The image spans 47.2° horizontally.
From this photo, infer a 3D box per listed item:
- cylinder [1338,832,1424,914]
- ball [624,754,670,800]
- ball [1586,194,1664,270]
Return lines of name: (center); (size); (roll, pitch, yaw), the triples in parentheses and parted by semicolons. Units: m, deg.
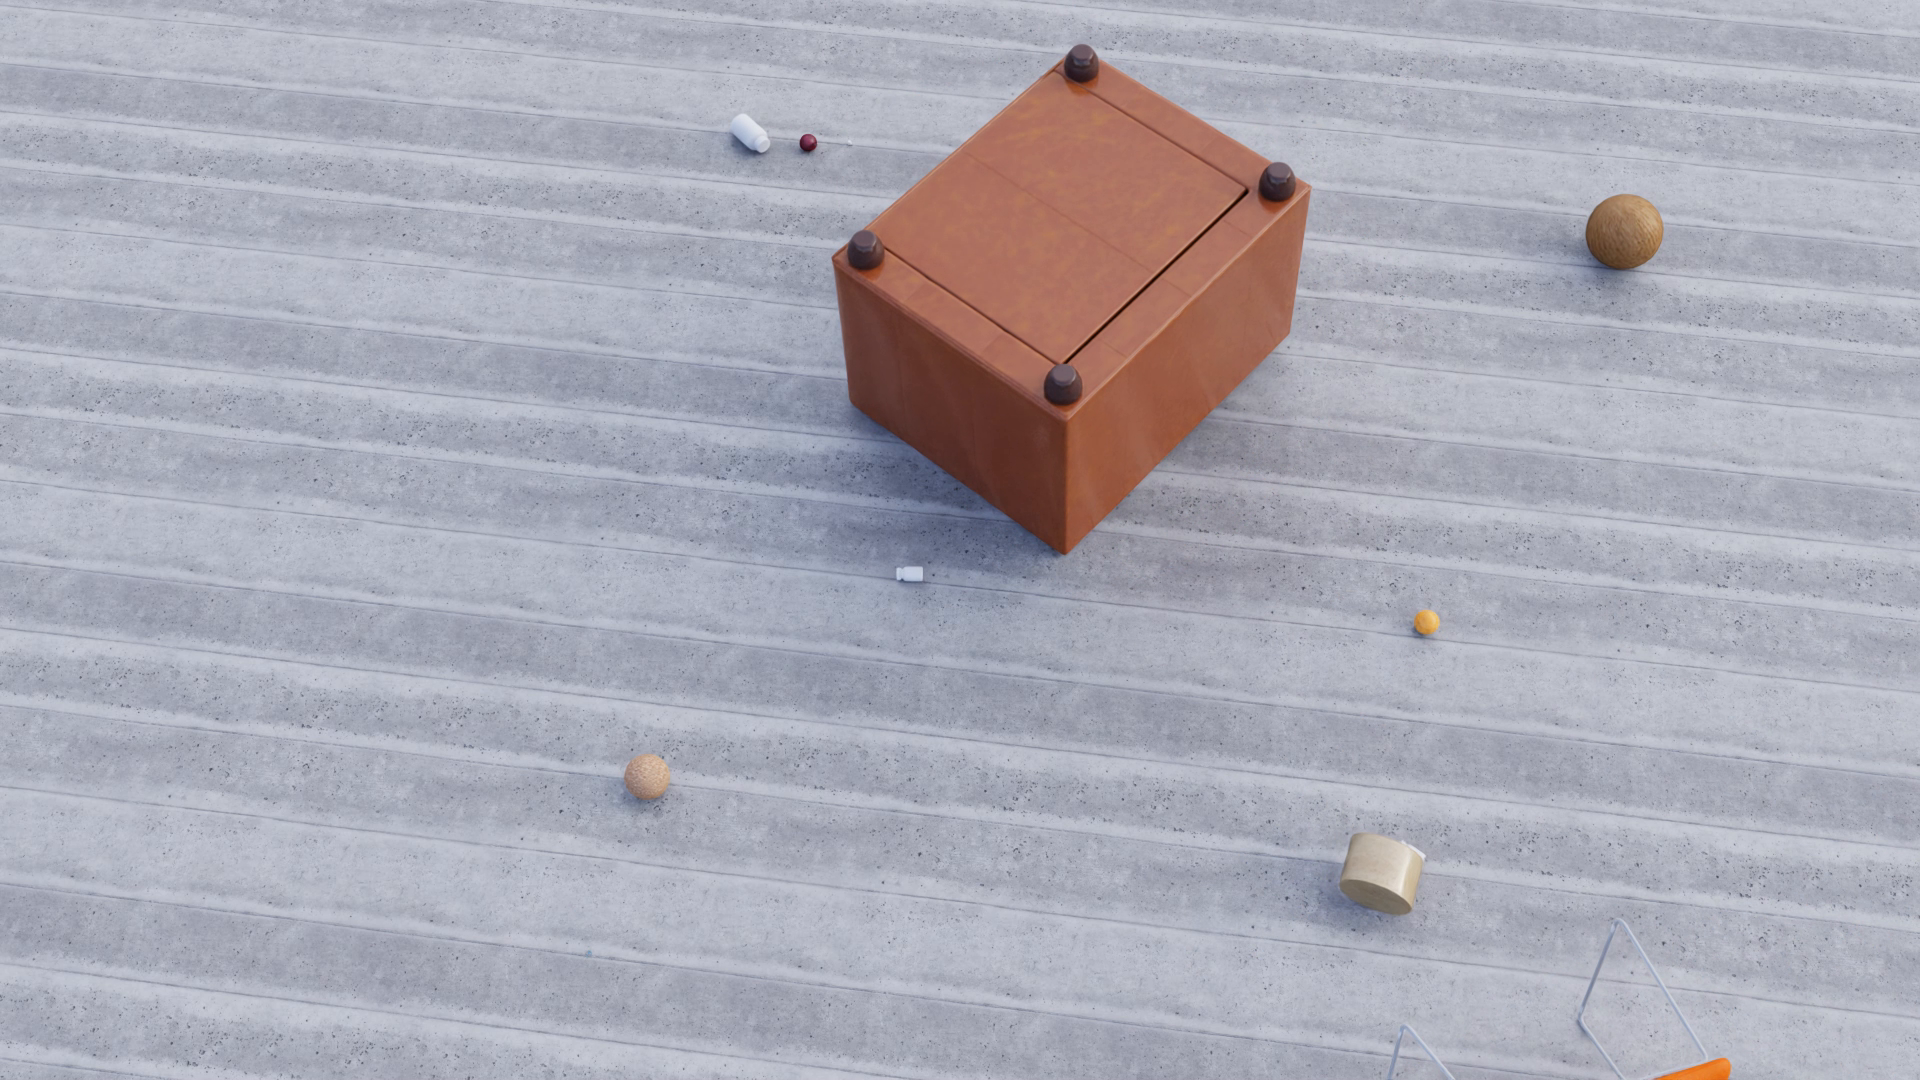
cylinder: (1.127, 0.893, 5.885); (0.205, 0.143, 0.144); (24, 58, -3)
ball: (-0.862, 0.653, 6.060); (0.126, 0.126, 0.126); (0, 56, 0)
ball: (2.143, -0.995, 7.096); (0.242, 0.242, 0.242); (0, 56, 0)
